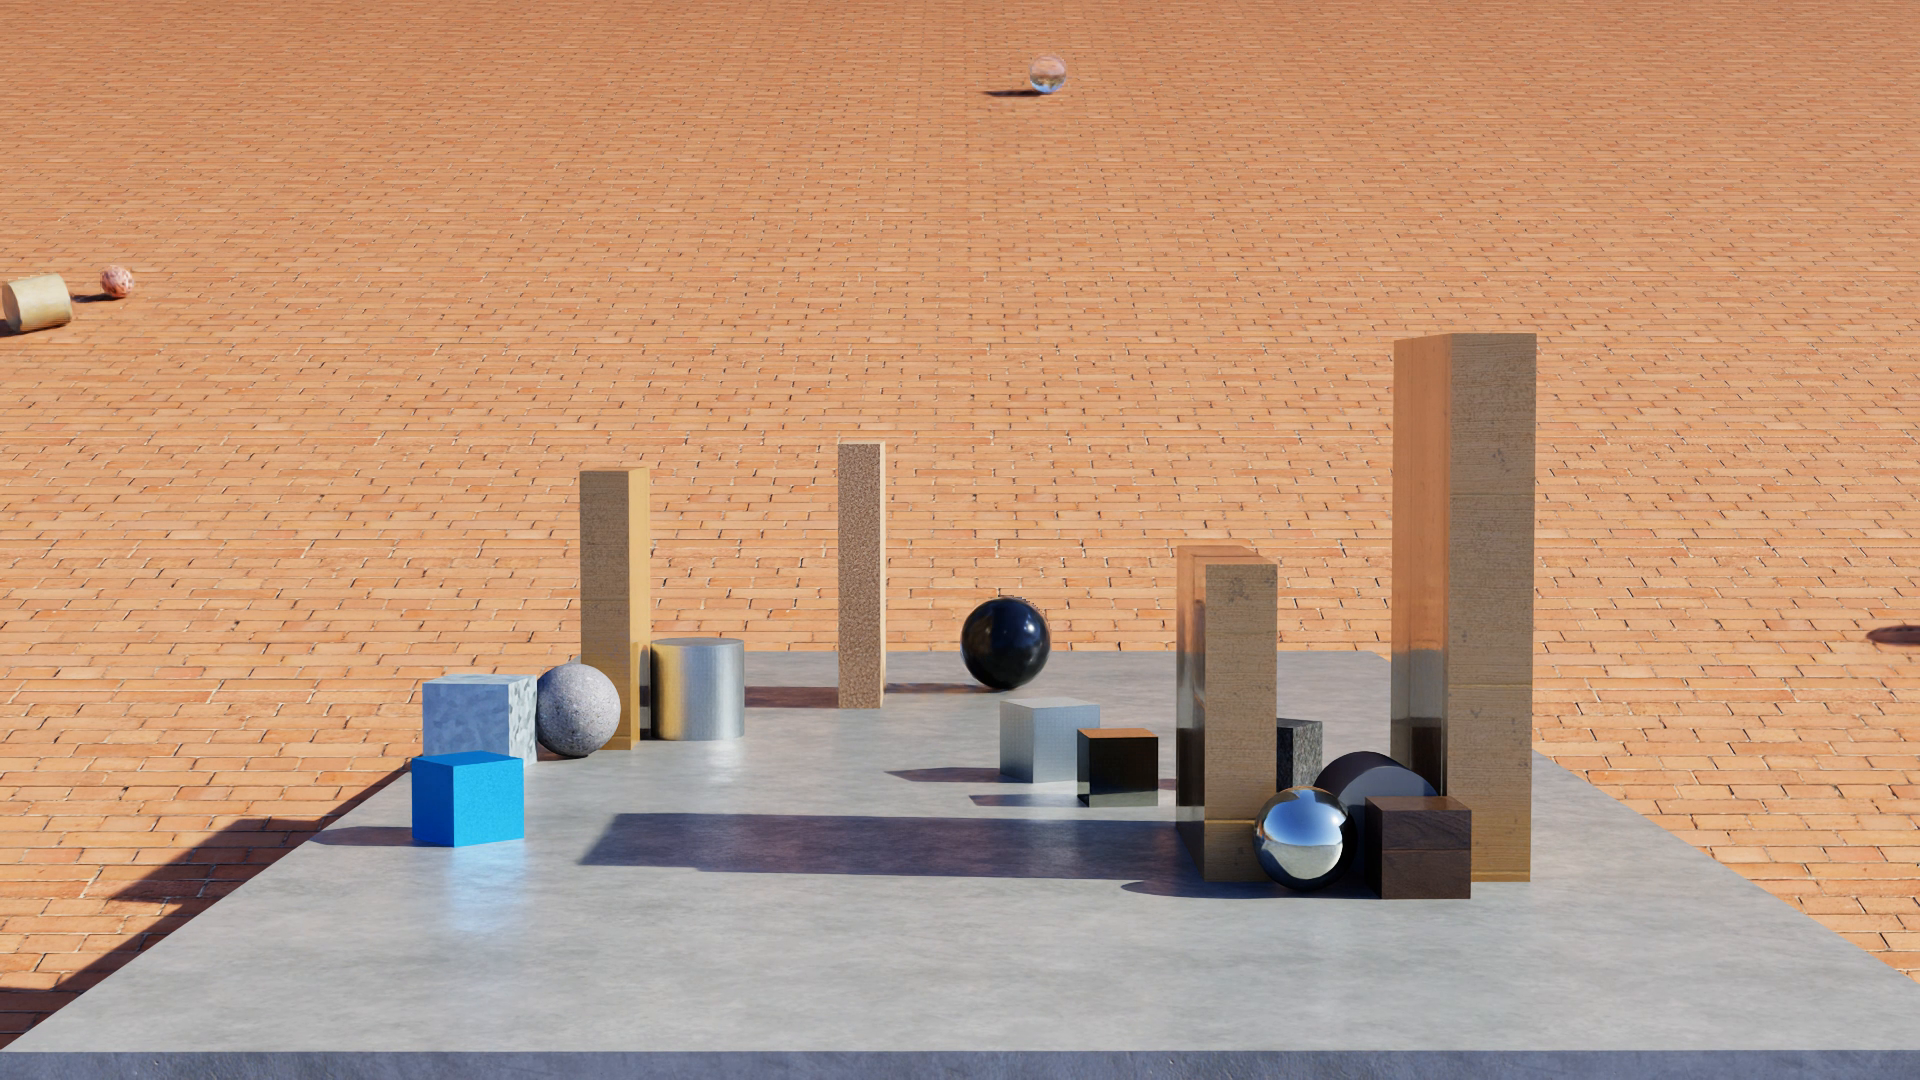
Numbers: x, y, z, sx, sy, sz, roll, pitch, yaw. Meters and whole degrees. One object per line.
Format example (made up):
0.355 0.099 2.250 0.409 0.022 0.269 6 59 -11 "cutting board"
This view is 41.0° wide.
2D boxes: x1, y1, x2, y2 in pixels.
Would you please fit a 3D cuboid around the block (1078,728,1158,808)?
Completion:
0.250 0.362 4.090 0.110 0.110 0.110 0 3 -8 "block"

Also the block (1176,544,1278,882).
0.372 0.231 3.625 0.095 0.423 0.441 0 3 0 "block"

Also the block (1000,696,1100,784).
0.152 0.338 4.365 0.126 0.126 0.126 -2 4 -25 "block"

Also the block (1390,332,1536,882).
0.701 0.079 3.613 0.112 0.727 0.444 0 3 0 "block"

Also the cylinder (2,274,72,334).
-3.430 -0.879 9.544 0.189 0.189 0.189 -17 27 -36 "cylinder"

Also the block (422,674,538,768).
-0.835 0.319 4.478 0.154 0.154 0.154 0 3 8 "block"

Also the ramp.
0.049 0.442 4.532 2.000 0.100 4.000 0 3 0 "ramp"

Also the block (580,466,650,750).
-0.647 0.121 4.838 0.090 0.510 0.316 0 3 0 "block"

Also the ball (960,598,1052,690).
0.099 0.228 5.661 0.203 0.203 0.203 0 21 0 "ball"

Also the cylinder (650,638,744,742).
-0.500 0.283 4.897 0.179 0.179 0.179 0 3 0 "cylinder"

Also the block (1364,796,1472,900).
0.596 0.400 3.349 0.115 0.115 0.115 0 3 -2 "block"

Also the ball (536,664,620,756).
-0.692 0.305 4.606 0.168 0.168 0.168 0 21 0 "ball"

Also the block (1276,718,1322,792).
0.527 0.354 4.246 0.107 0.107 0.107 2 4 34 "block"

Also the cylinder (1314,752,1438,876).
0.564 0.373 3.486 0.154 0.154 0.154 -1 3 -3 "cylinder"

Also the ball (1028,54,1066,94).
0.469 -2.488 13.718 0.203 0.203 0.203 0 21 0 "ball"

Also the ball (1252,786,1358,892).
0.450 0.389 3.352 0.137 0.137 0.137 0 21 0 "ball"

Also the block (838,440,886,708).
-0.208 0.065 5.492 0.087 0.547 0.386 0 3 0 "block"

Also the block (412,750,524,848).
-0.720 0.377 3.757 0.117 0.117 0.117 -3 4 -42 "block"

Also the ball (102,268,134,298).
-3.262 -0.996 9.953 0.119 0.119 0.119 0 21 0 "ball"
